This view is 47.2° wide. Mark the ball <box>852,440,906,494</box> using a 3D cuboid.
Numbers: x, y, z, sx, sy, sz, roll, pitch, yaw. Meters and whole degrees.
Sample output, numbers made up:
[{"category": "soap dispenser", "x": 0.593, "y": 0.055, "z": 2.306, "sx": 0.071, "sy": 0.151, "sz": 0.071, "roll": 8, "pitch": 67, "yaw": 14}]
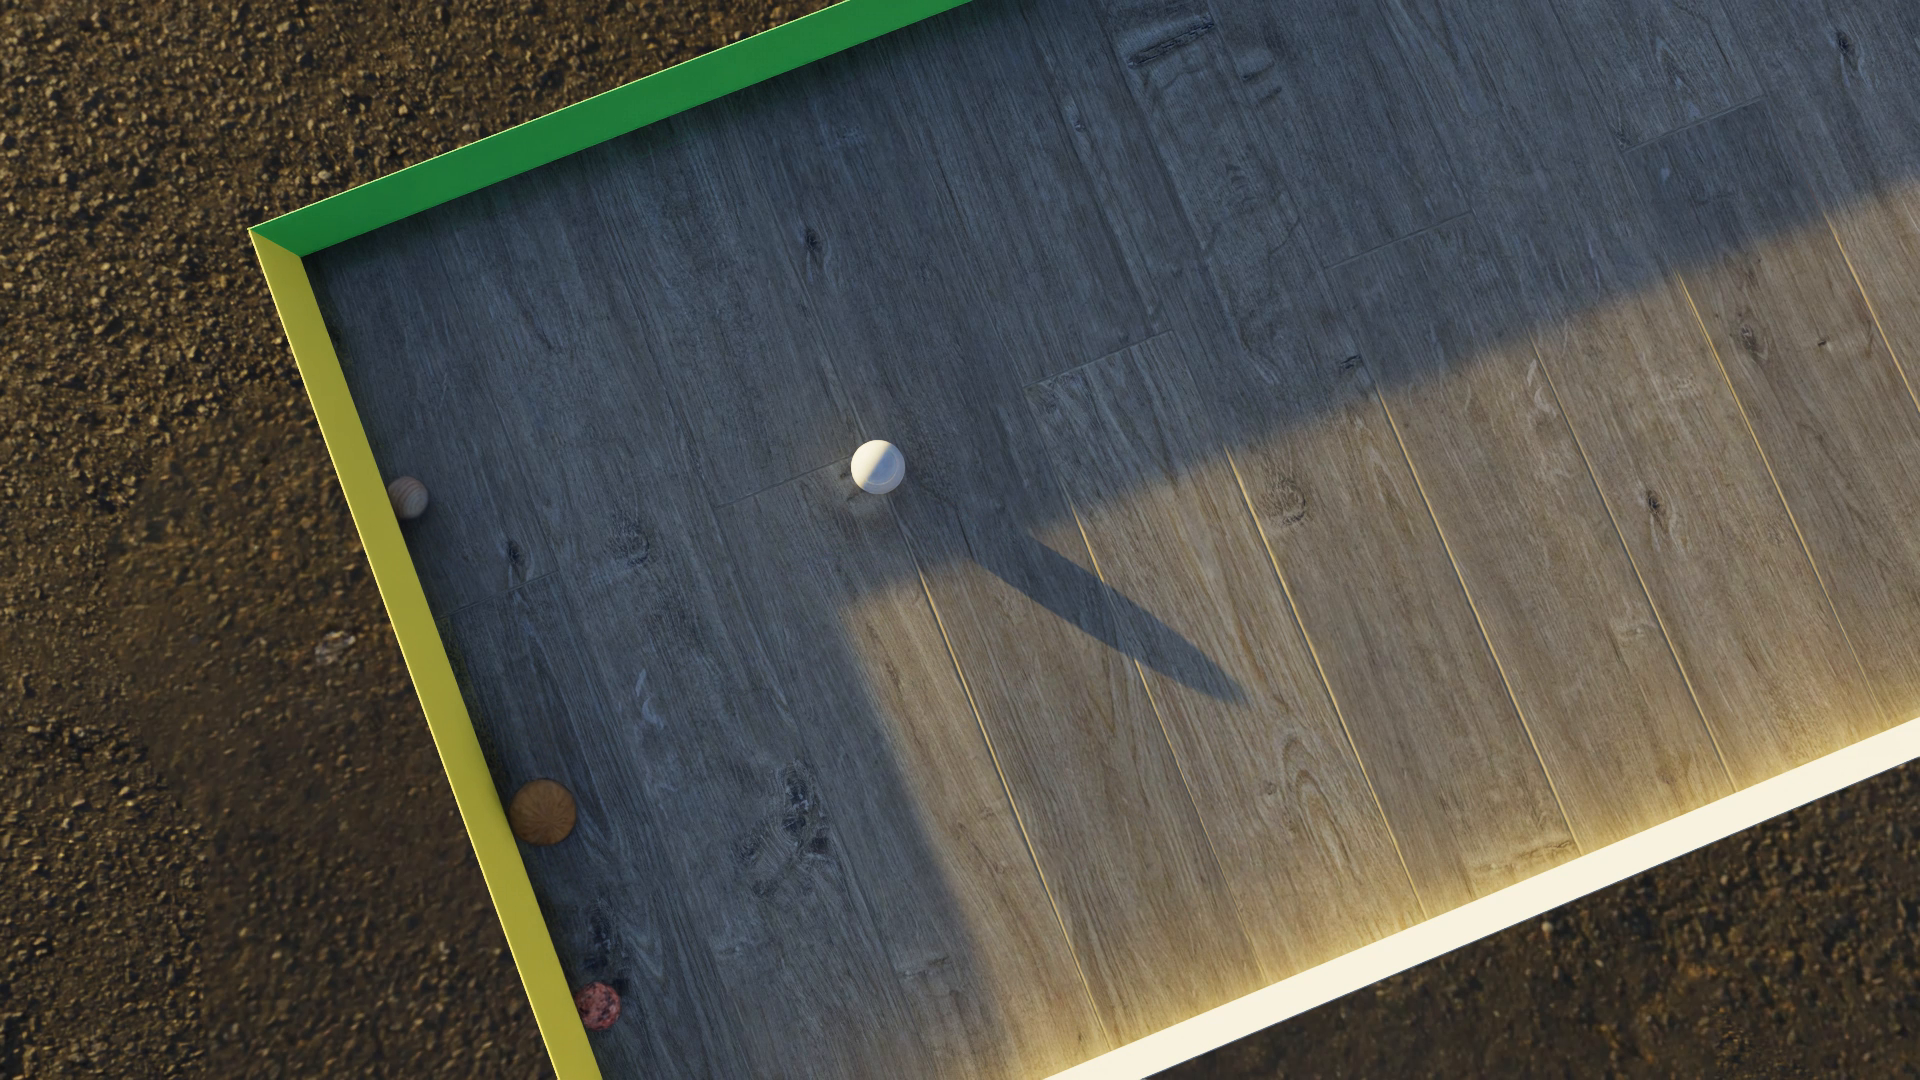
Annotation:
[{"category": "ball", "x": -0.122, "y": -0.109, "z": 3.284, "sx": 0.081, "sy": 0.081, "sz": 0.081, "roll": 0, "pitch": 81, "yaw": 0}]

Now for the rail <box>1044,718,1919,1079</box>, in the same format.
[{"category": "rail", "x": 1.045, "y": 0.422, "z": 3.178, "sx": 3.234, "sy": 0.126, "sz": 0.045, "roll": -22, "pitch": 82, "yaw": -3}]

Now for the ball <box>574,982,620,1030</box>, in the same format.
[{"category": "ball", "x": -0.524, "y": 0.671, "z": 3.169, "sx": 0.068, "sy": 0.068, "sz": 0.068, "roll": 0, "pitch": 81, "yaw": 0}]

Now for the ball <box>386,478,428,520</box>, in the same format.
[{"category": "ball", "x": -0.826, "y": -0.061, "z": 3.285, "sx": 0.064, "sy": 0.064, "sz": 0.064, "roll": 0, "pitch": 81, "yaw": 0}]

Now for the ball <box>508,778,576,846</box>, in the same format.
[{"category": "ball", "x": -0.607, "y": 0.395, "z": 3.197, "sx": 0.097, "sy": 0.097, "sz": 0.097, "roll": 0, "pitch": 81, "yaw": 0}]

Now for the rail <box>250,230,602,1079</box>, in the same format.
[{"category": "rail", "x": -0.728, "y": 0.286, "z": 3.199, "sx": 0.045, "sy": 0.126, "sz": 1.627, "roll": -22, "pitch": 82, "yaw": -3}]

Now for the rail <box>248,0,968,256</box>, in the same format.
[{"category": "rail", "x": 0.455, "y": -1.026, "z": 3.402, "sx": 3.234, "sy": 0.126, "sz": 0.045, "roll": -22, "pitch": 82, "yaw": -3}]
